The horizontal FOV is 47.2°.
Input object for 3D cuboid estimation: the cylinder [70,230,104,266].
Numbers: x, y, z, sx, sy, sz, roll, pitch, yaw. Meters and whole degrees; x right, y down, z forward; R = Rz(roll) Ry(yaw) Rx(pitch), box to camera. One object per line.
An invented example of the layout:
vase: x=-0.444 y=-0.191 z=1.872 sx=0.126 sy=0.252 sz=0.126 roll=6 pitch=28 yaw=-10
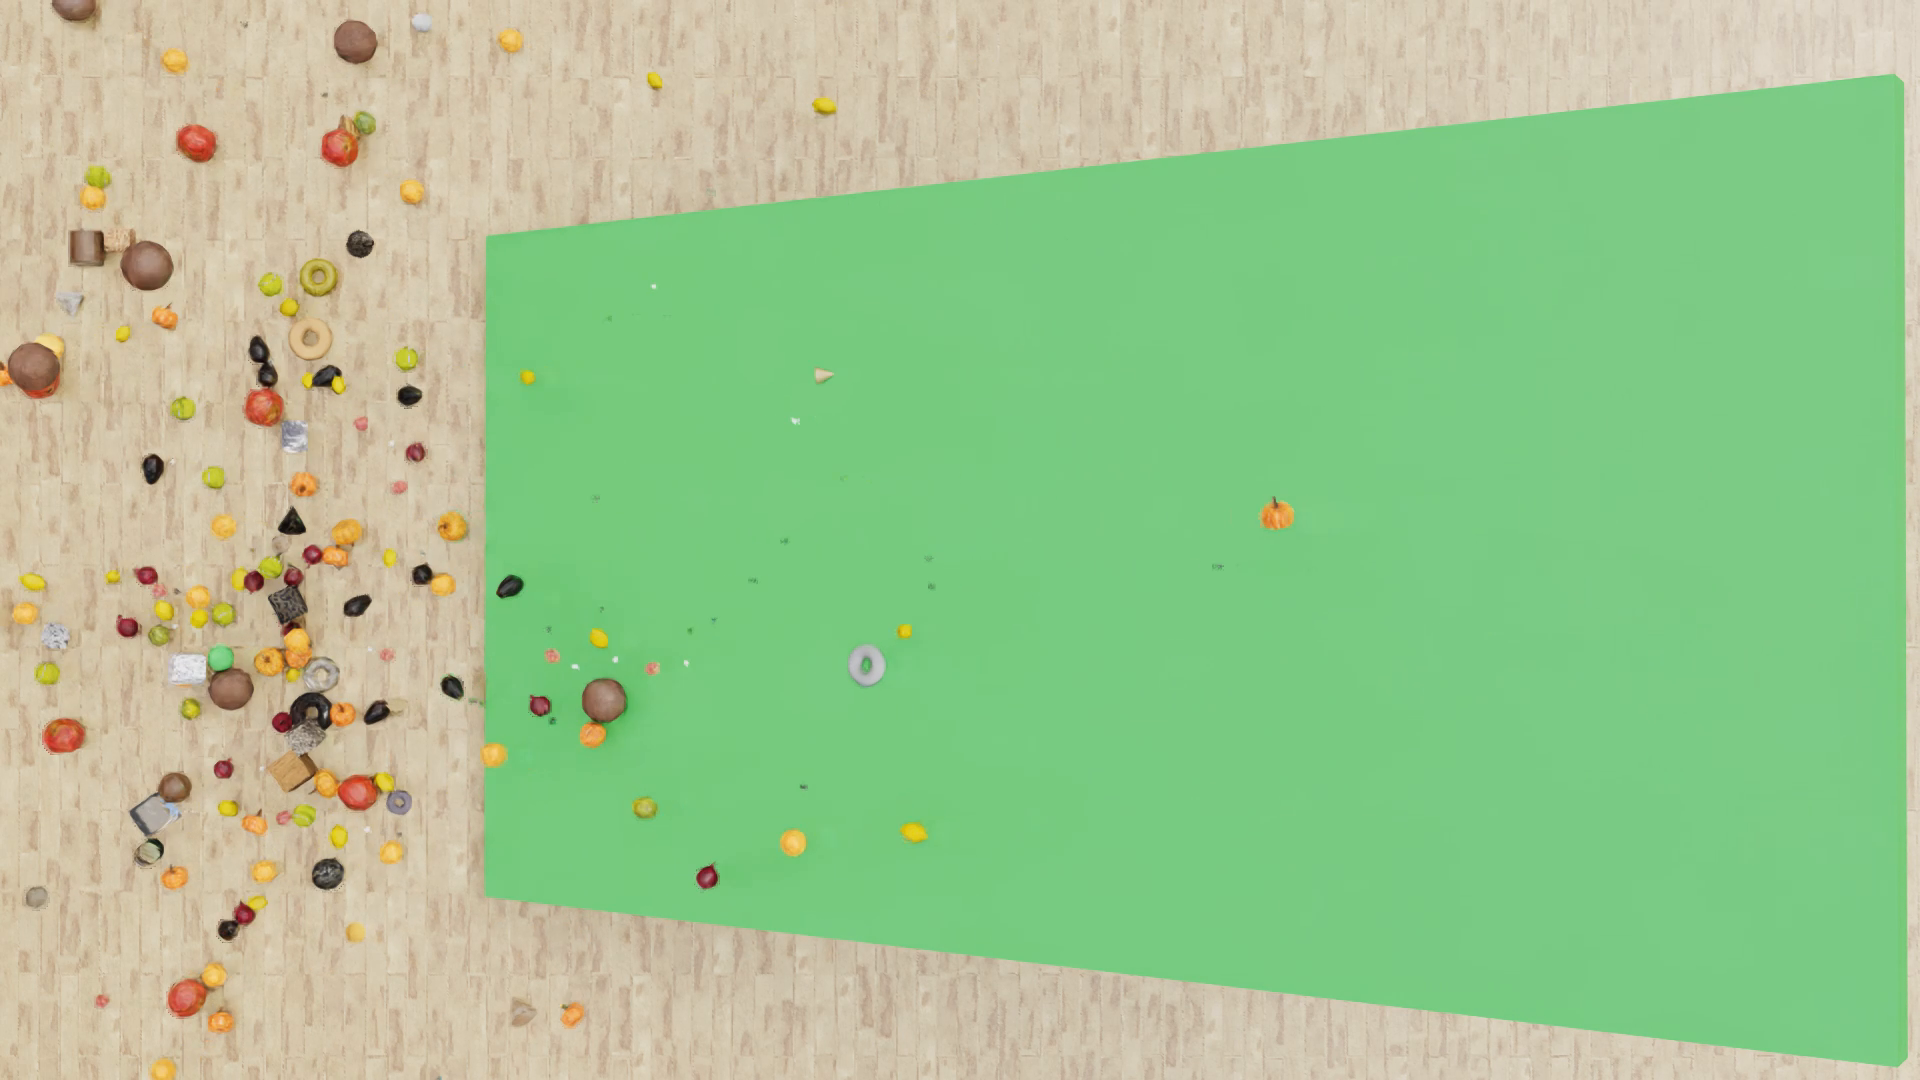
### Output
cylinder: x=-2.659 y=-0.889 z=6.697 sx=0.099 sy=0.099 sz=0.099 roll=-1 pitch=90 yaw=0

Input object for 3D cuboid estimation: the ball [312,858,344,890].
ball: x=-1.922 y=1.015 z=6.682 sx=0.096 sy=0.096 sz=0.096 roll=0 pitch=90 yaw=0

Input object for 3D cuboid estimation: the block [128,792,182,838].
block: x=-2.446 y=0.833 z=6.685 sx=0.095 sy=0.095 sz=0.095 roll=-35 pitch=90 yaw=0

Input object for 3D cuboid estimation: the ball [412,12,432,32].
ball: x=-1.643 y=-1.583 z=6.722 sx=0.060 sy=0.060 sz=0.060 roll=0 pitch=90 yaw=0

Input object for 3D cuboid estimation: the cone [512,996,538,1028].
cone: x=-1.348 y=1.424 z=6.708 sx=0.087 sy=0.087 sz=0.087 roll=-37 pitch=63 yaw=0

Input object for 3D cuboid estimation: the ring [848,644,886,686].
ring: x=-0.248 y=0.331 z=5.832 sx=0.115 sy=0.038 sz=0.115 roll=0 pitch=90 yaw=33

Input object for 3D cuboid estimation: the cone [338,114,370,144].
cone: x=-1.849 y=-1.250 z=6.729 sx=0.090 sy=0.090 sz=0.090 roll=5 pitch=89 yaw=-27

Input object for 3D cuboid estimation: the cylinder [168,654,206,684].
cylinder: x=-2.329 y=0.389 z=6.622 sx=0.094 sy=0.094 sz=0.094 roll=3 pitch=89 yaw=-31

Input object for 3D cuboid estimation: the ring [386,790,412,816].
ring: x=-1.712 y=0.803 z=6.720 sx=0.078 sy=0.026 sz=0.078 roll=0 pitch=91 yaw=0

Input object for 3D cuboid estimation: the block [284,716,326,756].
block: x=-1.982 y=0.593 z=6.658 sx=0.079 sy=0.079 sz=0.079 roll=-29 pitch=102 yaw=9

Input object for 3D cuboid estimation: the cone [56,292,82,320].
cone: x=-2.717 y=-0.711 z=6.721 sx=0.078 sy=0.078 sz=0.078 roll=1 pitch=111 yaw=0

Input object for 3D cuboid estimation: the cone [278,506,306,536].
cone: x=-2.039 y=-0.071 z=6.720 sx=0.083 sy=0.083 sz=0.083 roll=-6 pitch=63 yaw=0

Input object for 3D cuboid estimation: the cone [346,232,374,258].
cone: x=-1.840 y=-0.907 z=6.705 sx=0.083 sy=0.083 sz=0.083 roll=0 pitch=90 yaw=0

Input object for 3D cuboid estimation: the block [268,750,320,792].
block: x=-2.026 y=0.698 z=6.685 sx=0.096 sy=0.096 sz=0.096 roll=-36 pitch=90 yaw=0

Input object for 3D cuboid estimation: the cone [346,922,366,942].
cone: x=-1.850 y=1.200 z=6.698 sx=0.063 sy=0.063 sz=0.063 roll=0 pitch=90 yaw=0

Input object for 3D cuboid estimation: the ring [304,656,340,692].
ring: x=-1.950 y=0.411 z=6.717 sx=0.112 sy=0.037 sz=0.112 roll=0 pitch=91 yaw=0

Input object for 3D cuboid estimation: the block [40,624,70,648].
block: x=-2.752 y=0.291 z=6.692 sx=0.055 sy=0.055 sz=0.055 roll=33 pitch=107 yaw=38

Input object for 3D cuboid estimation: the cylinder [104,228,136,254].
cylinder: x=-2.561 y=-0.912 z=6.707 sx=0.075 sy=0.075 sz=0.075 roll=1 pitch=90 yaw=-4

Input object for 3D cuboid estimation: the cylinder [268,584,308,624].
cylinder: x=-2.035 y=0.194 z=6.662 sx=0.091 sy=0.091 sz=0.091 roll=-25 pitch=98 yaw=0

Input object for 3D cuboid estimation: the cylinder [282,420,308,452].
cylinder: x=-2.021 y=-0.316 z=6.682 sx=0.077 sy=0.077 sz=0.077 roll=7 pitch=113 yaw=0

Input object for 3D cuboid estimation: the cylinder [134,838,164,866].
cylinder: x=-2.463 y=0.949 z=6.678 sx=0.068 sy=0.068 sz=0.068 roll=-32 pitch=89 yaw=40

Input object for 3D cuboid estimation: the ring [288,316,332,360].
ring: x=-1.986 y=-0.616 z=6.722 sx=0.134 sy=0.045 sz=0.134 roll=0 pitch=90 yaw=-1

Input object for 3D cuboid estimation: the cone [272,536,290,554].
cone: x=-2.082 y=0.014 z=6.710 sx=0.058 sy=0.058 sz=0.058 roll=0 pitch=90 yaw=0

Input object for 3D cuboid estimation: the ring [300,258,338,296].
ring: x=-1.962 y=-0.803 z=6.726 sx=0.117 sy=0.039 sz=0.117 roll=0 pitch=88 yaw=0

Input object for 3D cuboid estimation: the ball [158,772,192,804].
ball: x=-2.386 y=0.753 z=6.682 sx=0.096 sy=0.096 sz=0.096 roll=0 pitch=90 yaw=0

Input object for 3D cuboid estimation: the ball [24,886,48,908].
ball: x=-2.812 y=1.087 z=6.697 sx=0.066 sy=0.066 sz=0.066 roll=0 pitch=90 yaw=0

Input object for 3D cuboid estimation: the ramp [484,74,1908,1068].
ramp: x=0.251 y=0.069 z=5.582 sx=4.000 sy=0.100 sz=2.000 roll=0 pitch=89 yaw=34

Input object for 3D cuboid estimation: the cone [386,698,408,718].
cone: x=-1.718 y=0.523 z=6.714 sx=0.060 sy=0.060 sz=0.060 roll=9 pitch=132 yaw=0

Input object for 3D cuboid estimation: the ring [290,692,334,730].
ring: x=-1.979 y=0.529 z=6.712 sx=0.131 sy=0.044 sz=0.131 roll=0 pitch=94 yaw=-2

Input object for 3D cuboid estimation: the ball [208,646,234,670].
ball: x=-2.226 y=0.355 z=6.620 sx=0.077 sy=0.077 sz=0.077 roll=0 pitch=90 yaw=0

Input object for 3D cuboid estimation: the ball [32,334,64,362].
ball: x=-2.778 y=-0.587 z=6.700 sx=0.087 sy=0.087 sz=0.087 roll=0 pitch=90 yaw=0
